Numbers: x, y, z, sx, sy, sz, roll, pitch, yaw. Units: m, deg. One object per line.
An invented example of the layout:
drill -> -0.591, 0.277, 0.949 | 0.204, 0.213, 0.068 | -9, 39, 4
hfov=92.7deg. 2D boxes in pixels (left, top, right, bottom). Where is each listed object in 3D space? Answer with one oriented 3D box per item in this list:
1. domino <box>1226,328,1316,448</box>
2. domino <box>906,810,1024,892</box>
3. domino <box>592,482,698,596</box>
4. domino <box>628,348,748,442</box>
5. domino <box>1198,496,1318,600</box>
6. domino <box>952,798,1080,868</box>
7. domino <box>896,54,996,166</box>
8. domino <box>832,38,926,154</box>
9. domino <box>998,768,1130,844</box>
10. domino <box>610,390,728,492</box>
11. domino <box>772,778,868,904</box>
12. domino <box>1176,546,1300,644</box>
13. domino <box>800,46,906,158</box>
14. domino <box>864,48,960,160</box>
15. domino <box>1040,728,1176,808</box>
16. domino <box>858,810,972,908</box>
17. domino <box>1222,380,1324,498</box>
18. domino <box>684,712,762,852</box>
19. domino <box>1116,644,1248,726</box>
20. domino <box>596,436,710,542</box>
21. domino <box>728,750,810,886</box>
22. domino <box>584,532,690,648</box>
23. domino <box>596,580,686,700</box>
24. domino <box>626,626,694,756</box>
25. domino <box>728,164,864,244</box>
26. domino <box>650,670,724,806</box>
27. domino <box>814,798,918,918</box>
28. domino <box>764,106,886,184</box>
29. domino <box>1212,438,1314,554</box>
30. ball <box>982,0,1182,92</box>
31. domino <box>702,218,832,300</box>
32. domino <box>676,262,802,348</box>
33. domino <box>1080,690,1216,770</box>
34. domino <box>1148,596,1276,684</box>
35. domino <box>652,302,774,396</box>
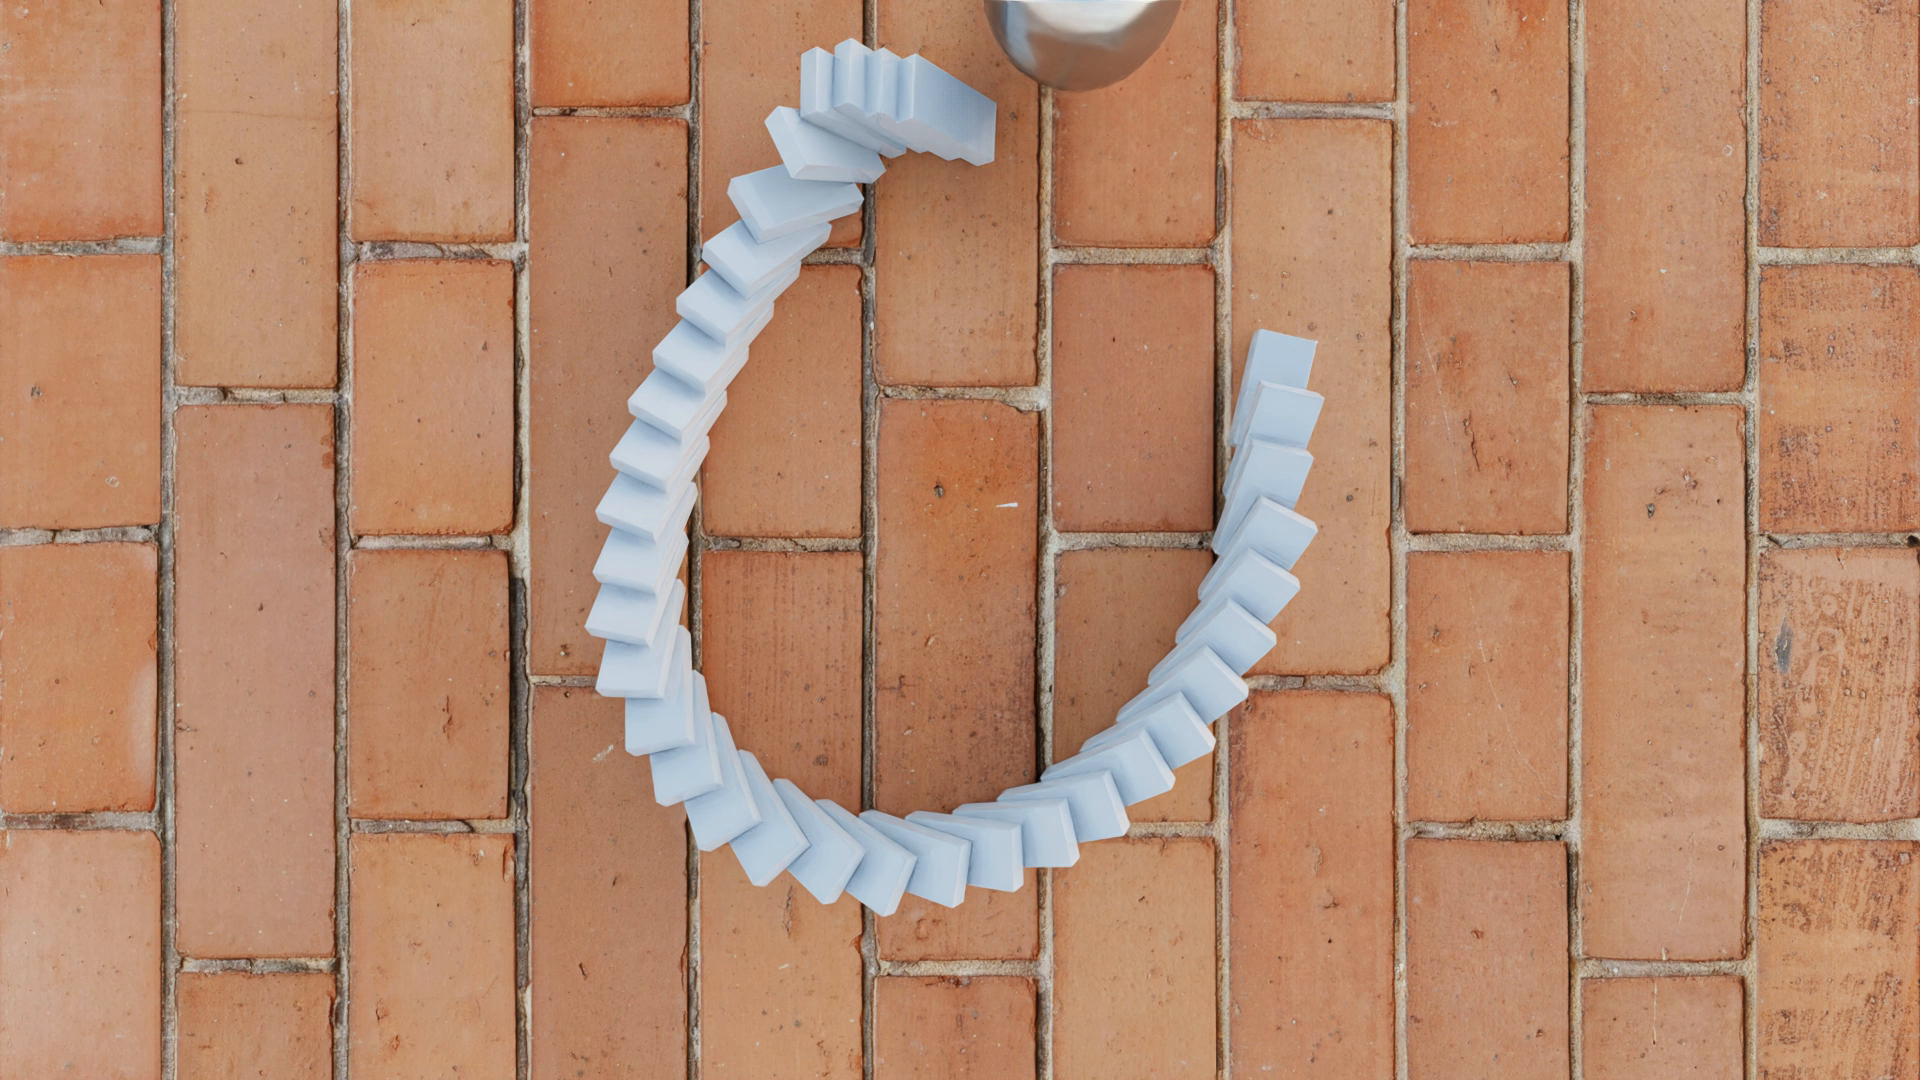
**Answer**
domino -> 0.134, -0.063, 0.395 | 0.025, 0.010, 0.050 | 13, 90, 0
domino -> 0.001, 0.130, 0.384 | 0.050, 0.010, 0.025 | -2, 90, 28
domino -> -0.131, -0.004, 0.384 | 0.025, 0.010, 0.050 | 14, 63, 0
domino -> -0.113, -0.067, 0.385 | 0.025, 0.010, 0.050 | 30, 63, 0
domino -> 0.124, 0.009, 0.384 | 0.025, 0.009, 0.050 | 27, 117, 0
domino -> 0.023, 0.123, 0.384 | 0.050, 0.010, 0.025 | -12, 90, 28
domino -> -0.005, -0.176, 0.378 | 0.009, 0.050, 0.025 | 3, 90, 41
domino -> -0.030, -0.182, 0.378 | 0.009, 0.050, 0.025 | 3, 89, 41
domino -> 0.043, 0.114, 0.384 | 0.050, 0.009, 0.025 | -20, 90, 28
domino -> -0.121, -0.047, 0.384 | 0.025, 0.010, 0.050 | 25, 63, 0
domino -> -0.065, 0.125, 0.384 | 0.050, 0.009, 0.025 | 32, 90, 28
domino -> 0.116, 0.030, 0.384 | 0.025, 0.009, 0.050 | 33, 117, 0
domino -> -0.043, -0.179, 0.378 | 0.010, 0.050, 0.025 | 1, 90, 41
domino -> -0.017, -0.178, 0.378 | 0.009, 0.050, 0.025 | 3, 90, 41
domino -> 0.061, 0.100, 0.384 | 0.050, 0.010, 0.025 | -31, 90, 27
domino -> -0.021, 0.133, 0.384 | 0.050, 0.009, 0.025 | 8, 90, 29
domino -> 0.131, -0.039, 0.385 | 0.025, 0.010, 0.050 | 12, 115, 0
domino -> -0.104, 0.101, 0.384 | 0.025, 0.010, 0.050 | -30, 61, 0
domino -> 0.093, 0.069, 0.384 | 0.025, 0.009, 0.050 | 45, 117, 0
domino -> -0.128, -0.026, 0.384 | 0.025, 0.010, 0.050 | 21, 63, 0
domino -> -0.087, 0.116, 0.384 | 0.025, 0.010, 0.050 | -42, 61, 0
domino -> -0.135, 0.018, 0.384 | 0.025, 0.010, 0.050 | 12, 63, 1
domino -> -0.133, 0.041, 0.384 | 0.025, 0.010, 0.050 | 3, 62, 1
domino -> -0.126, 0.063, 0.384 | 0.025, 0.010, 0.050 | -11, 62, 0
domino -> -0.068, -0.144, 0.384 | 0.050, 0.009, 0.025 | -29, 87, -28
domino -> -0.117, 0.083, 0.384 | 0.025, 0.009, 0.050 | -19, 62, 0
domino -> -0.044, 0.132, 0.384 | 0.050, 0.010, 0.025 | 23, 90, 29
domino -> -0.054, -0.162, 0.377 | 0.009, 0.050, 0.025 | -25, 90, 38
domino -> 0.126, -0.016, 0.385 | 0.025, 0.010, 0.050 | 13, 115, 0
ball -> 0.048, -0.220, 0.360 | 0.080, 0.080, 0.080 | 0, 90, 0
domino -> -0.080, -0.125, 0.384 | 0.025, 0.010, 0.050 | 43, 62, 0
domino -> -0.092, -0.106, 0.384 | 0.025, 0.010, 0.050 | 36, 63, 0
domino -> 0.078, 0.086, 0.384 | 0.050, 0.009, 0.025 | -36, 90, 28
domino -> 0.105, 0.050, 0.385 | 0.025, 0.010, 0.050 | 39, 117, 0
domino -> -0.103, -0.087, 0.385 | 0.025, 0.009, 0.050 | 31, 63, 0
